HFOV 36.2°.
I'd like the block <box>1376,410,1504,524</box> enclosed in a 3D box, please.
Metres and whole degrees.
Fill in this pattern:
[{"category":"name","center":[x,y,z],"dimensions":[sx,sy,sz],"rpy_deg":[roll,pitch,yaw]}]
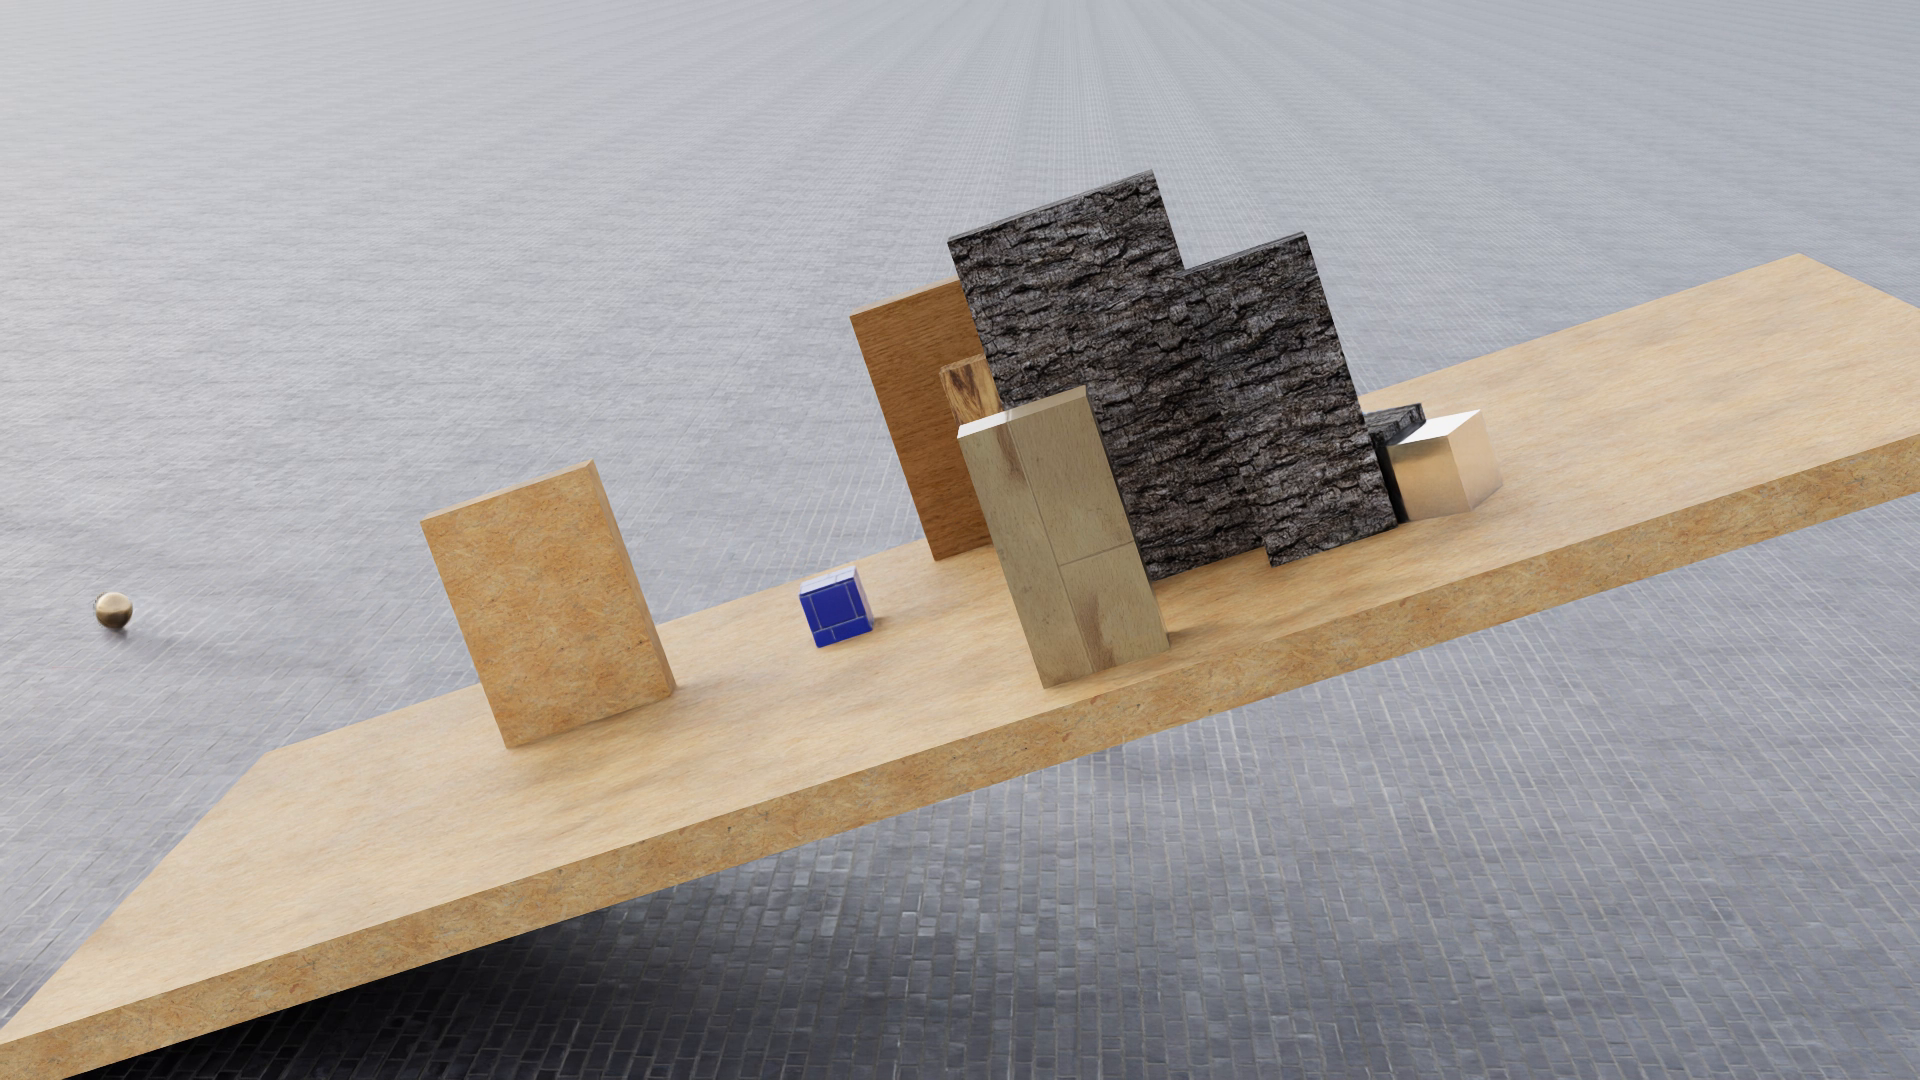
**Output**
[{"category":"block","center":[0.944,-0.144,5.780],"dimensions":[0.159,0.159,0.159],"rpy_deg":[-11,14,38]}]

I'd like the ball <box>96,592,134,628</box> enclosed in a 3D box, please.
[{"category":"ball","center":[-2.636,0.219,9.164],"dimensions":[0.114,0.114,0.114],"rpy_deg":[0,12,0]}]

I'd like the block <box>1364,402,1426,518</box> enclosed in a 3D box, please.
[{"category":"block","center":[0.838,-0.148,5.926],"dimensions":[0.181,0.181,0.181],"rpy_deg":[-11,14,38]}]

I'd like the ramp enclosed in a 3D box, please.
[{"category":"ramp","center":[0.107,0.180,6.305],"dimensions":[4.000,0.100,2.000],"rpy_deg":[-18,11,6]}]

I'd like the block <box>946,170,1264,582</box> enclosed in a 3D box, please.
[{"category":"block","center":[0.308,-0.305,5.981],"dimensions":[0.434,0.791,0.097],"rpy_deg":[-18,11,6]}]

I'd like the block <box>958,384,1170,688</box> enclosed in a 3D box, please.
[{"category":"block","center":[0.195,-0.006,5.474],"dimensions":[0.247,0.499,0.132],"rpy_deg":[-18,11,6]}]

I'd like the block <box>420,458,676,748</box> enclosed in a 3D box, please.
[{"category":"block","center":[-0.910,0.143,6.520],"dimensions":[0.391,0.544,0.094],"rpy_deg":[-18,11,6]}]

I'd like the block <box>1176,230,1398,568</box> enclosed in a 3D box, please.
[{"category":"block","center":[0.640,-0.274,5.756],"dimensions":[0.260,0.604,0.082],"rpy_deg":[-18,11,6]}]

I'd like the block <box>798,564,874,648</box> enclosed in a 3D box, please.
[{"category":"block","center":[-0.273,0.147,6.516],"dimensions":[0.128,0.128,0.128],"rpy_deg":[-18,11,4]}]

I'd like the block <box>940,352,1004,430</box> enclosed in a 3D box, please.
[{"category":"block","center":[0.162,-0.216,6.687],"dimensions":[0.284,0.457,0.109],"rpy_deg":[-18,11,6]}]

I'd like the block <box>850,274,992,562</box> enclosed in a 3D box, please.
[{"category":"block","center":[0.014,-0.303,6.953],"dimensions":[0.360,0.616,0.132],"rpy_deg":[-18,11,6]}]
